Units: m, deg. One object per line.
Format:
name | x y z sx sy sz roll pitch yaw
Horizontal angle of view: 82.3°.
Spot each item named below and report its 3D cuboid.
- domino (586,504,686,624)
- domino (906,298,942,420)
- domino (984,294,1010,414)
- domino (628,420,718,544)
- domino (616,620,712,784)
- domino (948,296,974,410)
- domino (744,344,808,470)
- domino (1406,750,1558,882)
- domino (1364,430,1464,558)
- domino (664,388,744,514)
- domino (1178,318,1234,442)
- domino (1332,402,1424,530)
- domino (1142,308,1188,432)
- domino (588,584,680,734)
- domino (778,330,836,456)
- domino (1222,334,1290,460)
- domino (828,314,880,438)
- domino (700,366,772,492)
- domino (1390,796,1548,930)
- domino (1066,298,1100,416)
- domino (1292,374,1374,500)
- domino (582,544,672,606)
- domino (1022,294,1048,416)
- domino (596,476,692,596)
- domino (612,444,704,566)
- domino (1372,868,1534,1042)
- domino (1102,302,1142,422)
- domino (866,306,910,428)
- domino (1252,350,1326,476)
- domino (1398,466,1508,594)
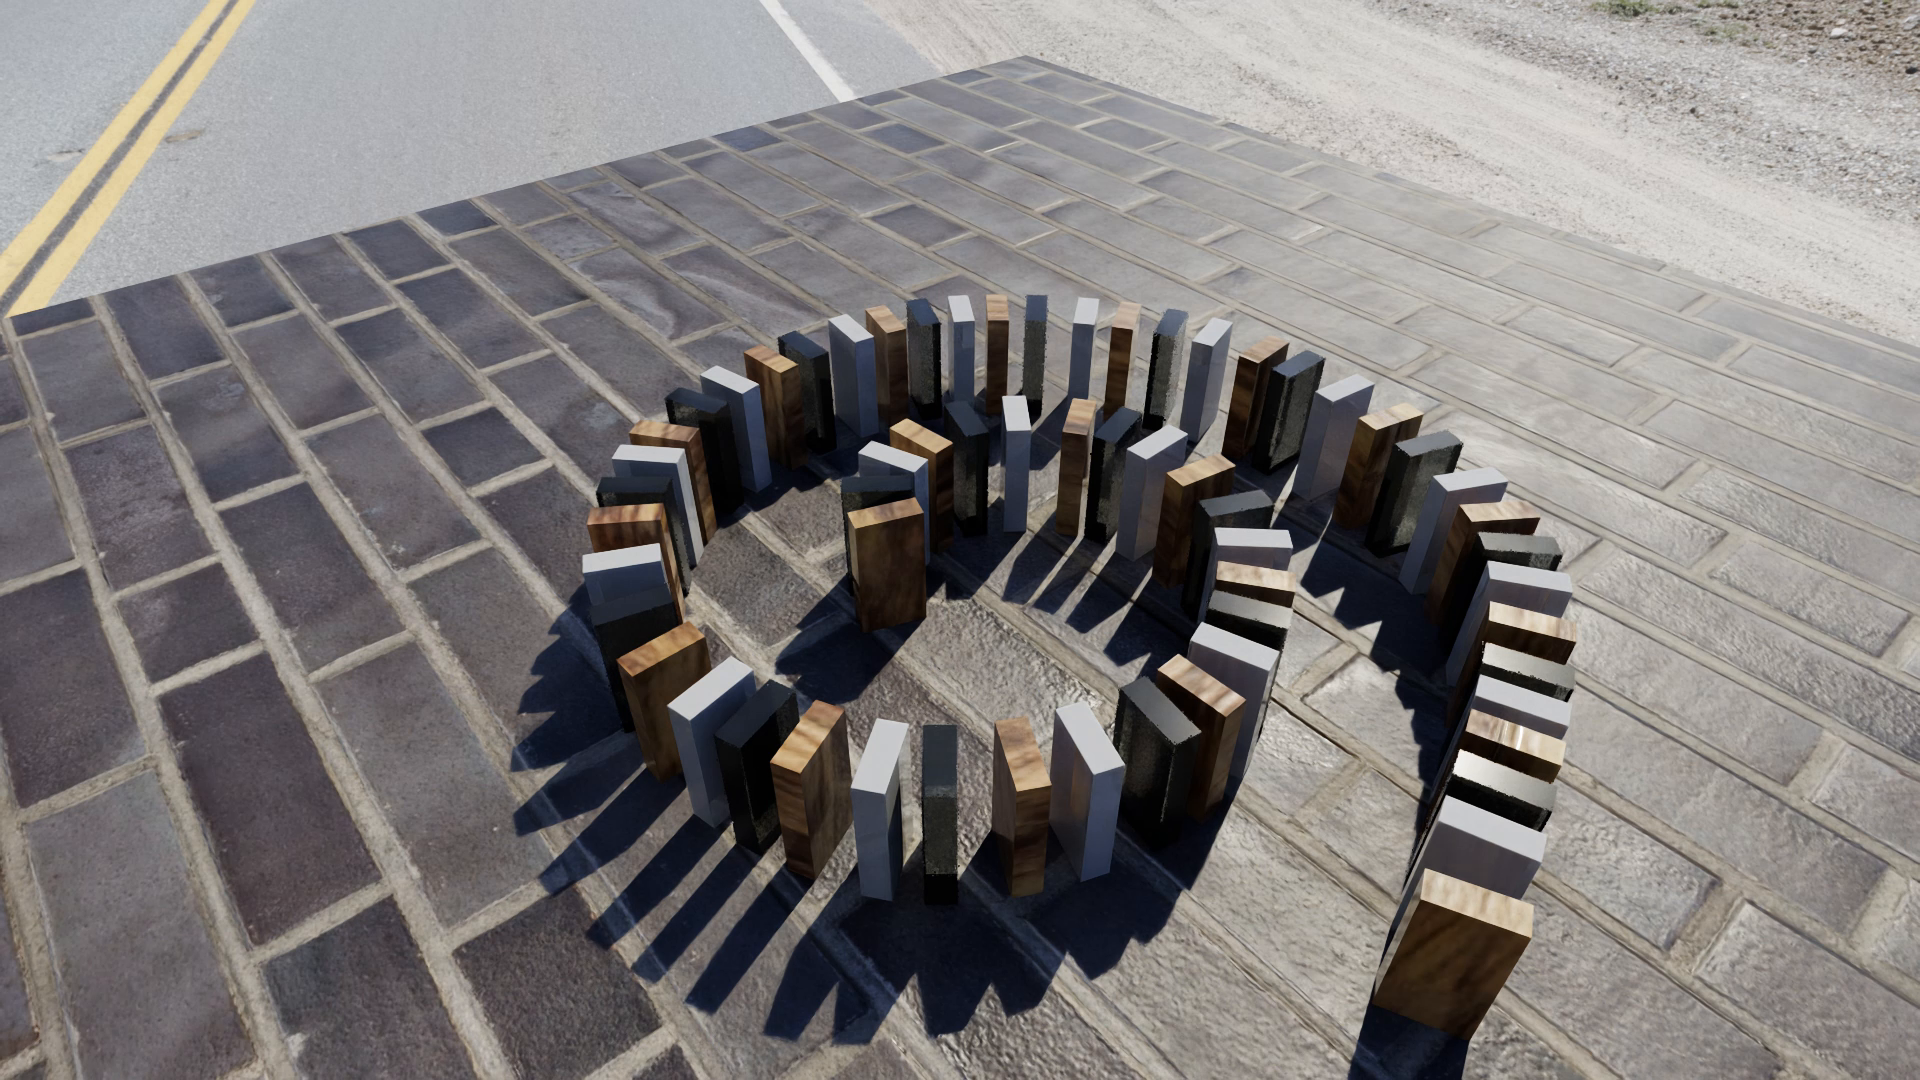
domino | -0.117 0.010 0.399 0.025 0.050 0.009 -4 39 -5
domino | -0.017 -0.084 0.514 0.010 0.050 0.025 -10 40 -12
domino | 0.017 -0.087 0.518 0.009 0.050 0.025 -1 39 -1
domino | -0.114 -0.023 0.439 0.025 0.050 0.010 9 40 11
domino | -0.090 0.052 0.348 0.025 0.050 0.009 -30 48 -31
domino | 0.000 -0.086 0.517 0.009 0.050 0.025 -4 40 -5
domino | -0.080 -0.058 0.482 0.025 0.050 0.009 31 49 33
domino | 0.146 0.083 0.310 0.025 0.050 0.009 20 44 23
domino | 0.178 -0.017 0.433 0.025 0.050 0.010 -14 41 -17
domino | -0.105 -0.037 0.456 0.025 0.050 0.009 19 43 22
domino | 0.111 -0.072 0.500 0.009 0.050 0.025 21 44 24
domino | 0.169 -0.029 0.447 0.025 0.050 0.010 -18 43 -21
domino | 0.094 -0.078 0.506 0.010 0.050 0.025 15 42 17
domino | -0.104 0.040 0.363 0.025 0.050 0.009 -18 43 -20
domino | -0.068 -0.065 0.491 0.009 0.050 0.025 -29 47 -30
domino | 0.131 -0.063 0.488 0.010 0.050 0.025 31 49 32
domino | -0.048 -0.075 0.502 0.010 0.050 0.025 -22 44 -25
domino | -0.095 -0.047 0.469 0.025 0.050 0.009 25 46 28
domino | 0.137 0.093 0.298 0.025 0.050 0.009 20 44 23
domino | 0.057 -0.085 0.515 0.009 0.050 0.025 7 40 8
domino | 0.157 -0.043 0.464 0.025 0.050 0.009 -23 45 -25
domino | -0.112 0.025 0.381 0.025 0.050 0.009 -9 40 -11
domino | 0.035 -0.087 0.517 0.009 0.050 0.025 3 39 3
domino | -0.118 -0.001 0.412 0.025 0.050 0.010 0 39 -1
domino | -0.117 -0.013 0.427 0.025 0.050 0.010 4 40 5
domino | 0.125 0.107 0.281 0.025 0.050 0.009 16 42 19
domino | 0.075 -0.082 0.512 0.009 0.050 0.025 10 40 12
domino | -0.033 -0.080 0.509 0.009 0.050 0.025 -17 42 -20
domino | 0.142 -0.055 0.479 0.025 0.050 0.010 -28 47 -30
domino | 0.185 -0.003 0.415 0.025 0.050 0.010 -9 40 -11
